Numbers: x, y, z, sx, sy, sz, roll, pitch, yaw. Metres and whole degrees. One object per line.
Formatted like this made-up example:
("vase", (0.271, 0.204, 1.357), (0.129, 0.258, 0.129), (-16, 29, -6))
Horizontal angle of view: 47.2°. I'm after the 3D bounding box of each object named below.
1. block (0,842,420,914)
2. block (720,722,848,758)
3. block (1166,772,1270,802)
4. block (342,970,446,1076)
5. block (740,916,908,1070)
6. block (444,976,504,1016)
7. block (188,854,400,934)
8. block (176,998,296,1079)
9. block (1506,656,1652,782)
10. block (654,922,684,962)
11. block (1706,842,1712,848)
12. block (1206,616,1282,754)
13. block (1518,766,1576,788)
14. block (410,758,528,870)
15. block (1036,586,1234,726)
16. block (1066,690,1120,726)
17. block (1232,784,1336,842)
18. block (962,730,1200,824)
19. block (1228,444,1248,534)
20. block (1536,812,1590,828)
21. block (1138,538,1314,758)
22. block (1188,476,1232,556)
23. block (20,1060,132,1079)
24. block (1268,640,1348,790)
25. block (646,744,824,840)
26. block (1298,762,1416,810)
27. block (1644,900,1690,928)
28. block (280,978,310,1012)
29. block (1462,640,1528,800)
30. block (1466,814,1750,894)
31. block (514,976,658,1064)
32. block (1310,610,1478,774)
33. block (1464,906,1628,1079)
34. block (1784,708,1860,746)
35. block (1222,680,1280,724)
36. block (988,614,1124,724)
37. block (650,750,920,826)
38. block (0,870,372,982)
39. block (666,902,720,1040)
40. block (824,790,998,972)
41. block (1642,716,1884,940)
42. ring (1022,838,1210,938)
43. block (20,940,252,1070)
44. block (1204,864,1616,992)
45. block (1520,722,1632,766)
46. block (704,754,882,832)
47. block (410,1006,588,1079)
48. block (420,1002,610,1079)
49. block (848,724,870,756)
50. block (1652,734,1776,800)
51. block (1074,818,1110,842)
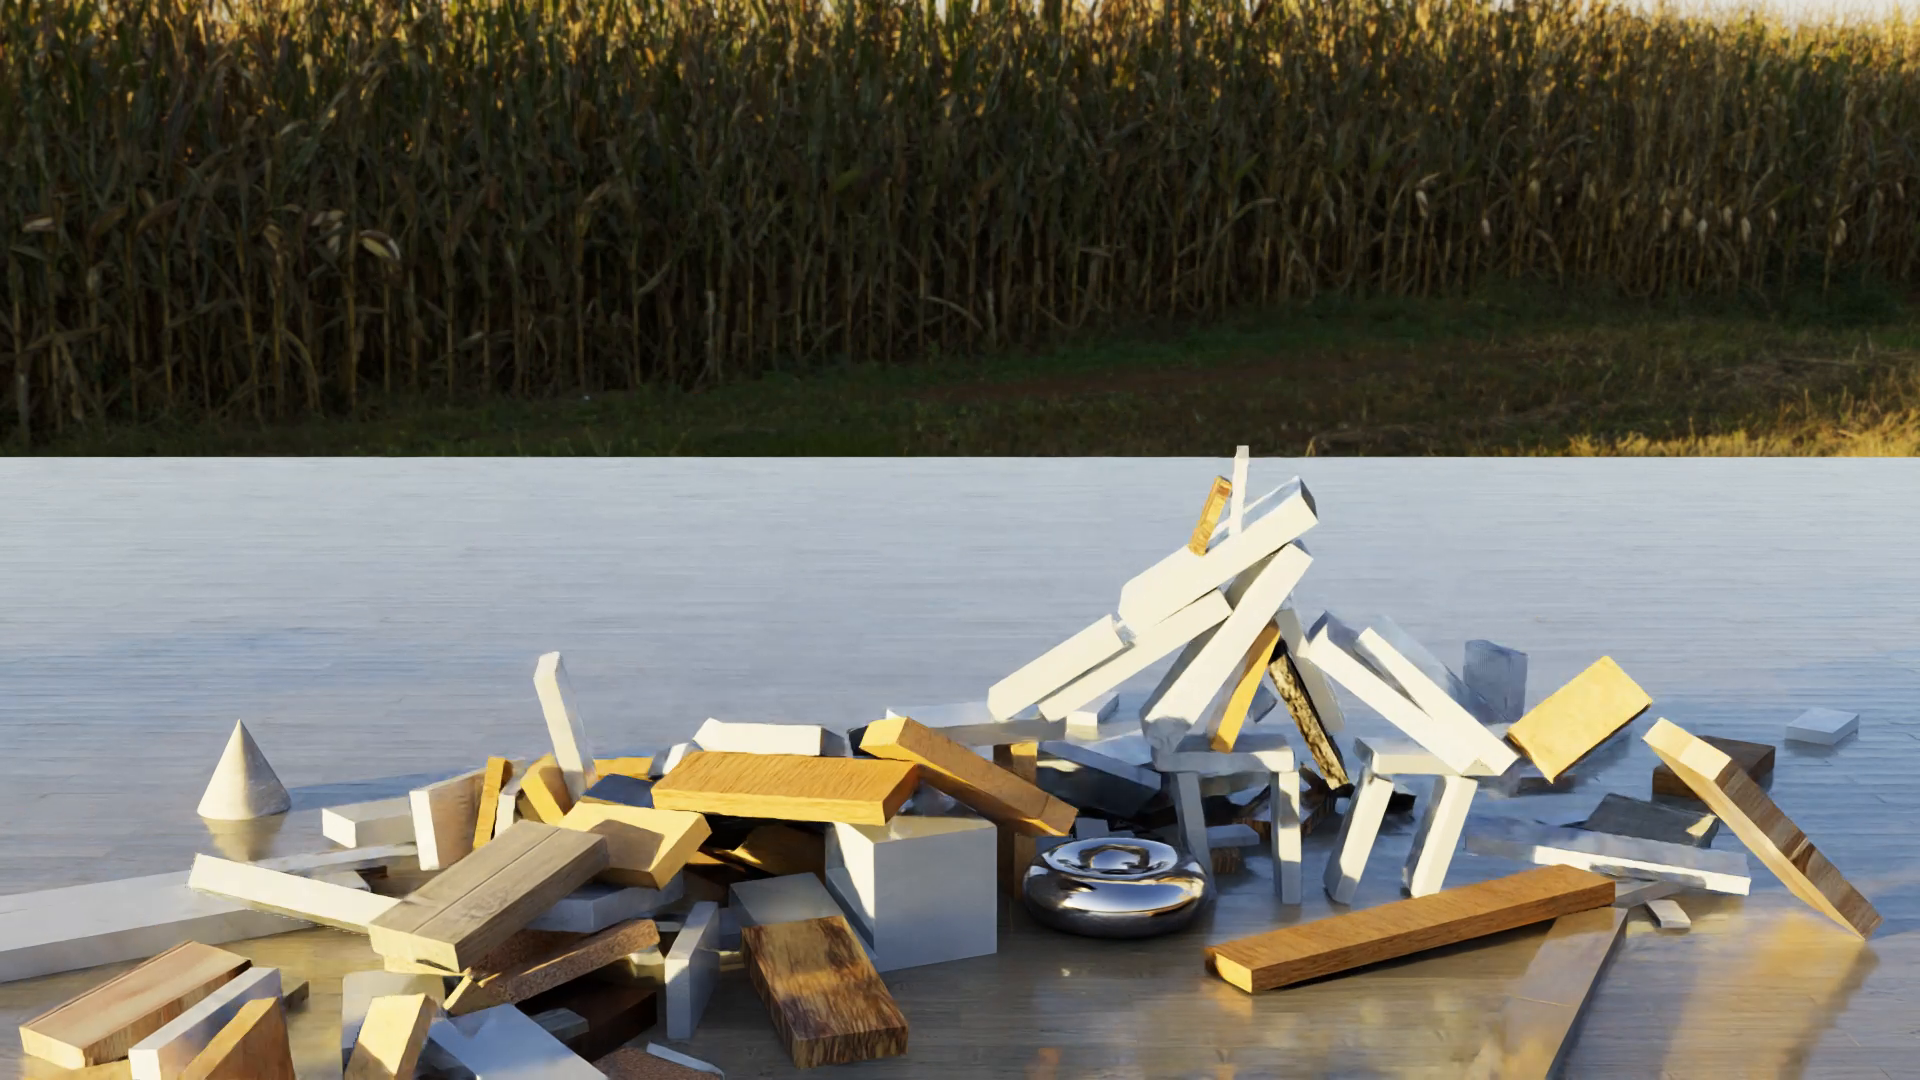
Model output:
("block", (-1.309, 0.579, 3.663), (0.800, 0.024, 0.086), (-5, 12, -26))
("block", (-0.285, 0.337, 3.614), (0.158, 0.045, 0.316), (2, -9, 5))
("block", (0.490, 0.450, 4.097), (0.123, 0.035, 0.246), (-11, -5, 28))
("block", (-0.798, 0.675, 3.105), (0.140, 0.040, 0.280), (-3, 11, -14))
("block", (-0.198, 0.640, 3.138), (0.158, 0.045, 0.316), (-4, 20, -19))
("block", (-0.642, 0.626, 2.936), (0.014, 0.049, 0.097), (22, -21, 43))
("block", (-0.982, 0.555, 3.367), (0.344, 0.049, 0.172), (11, -17, 8))
("block", (-0.901, 0.690, 2.731), (0.040, 0.141, 0.282), (-8, 10, 4))
("block", (0.987, 0.284, 3.504), (0.208, 0.029, 0.104), (-34, 63, -12))
("block", (-0.423, 0.603, 3.268), (0.049, 0.014, 0.178), (0, -28, 2))
("block", (1.255, 0.533, 3.919), (0.071, 0.020, 0.141), (-9, 14, -40))
("block", (0.462, 0.232, 3.599), (0.031, 0.220, 0.110), (21, 10, -2))
("block", (1.121, 0.463, 4.300), (0.141, 0.020, 0.071), (-2, 11, -9))
("block", (-0.822, 0.462, 3.727), (0.037, 0.131, 0.263), (-6, 4, 26))
("block", (0.281, 0.173, 3.626), (0.346, 0.049, 0.173), (-32, 8, 6))
("block", (0.277, 0.364, 4.807), (0.099, 0.028, 0.197), (4, 11, 18))
("block", (0.600, 0.501, 4.054), (0.123, 0.035, 0.246), (5, 12, 25))
("block", (0.183, 0.451, 4.087), (0.516, 0.050, 0.177), (-12, 14, -29))
("block", (0.444, -0.081, 3.501), (0.018, 0.127, 0.063), (5, 23, 5))
("block", (1.094, 0.511, 3.981), (0.095, 0.014, 0.048), (-6, 12, -28))
("block", (0.431, 0.161, 3.601), (0.049, 0.396, 0.173), (34, 9, -5))
("block", (0.403, -0.039, 3.541), (0.018, 0.127, 0.063), (22, 8, -3))
("block", (-1.135, 0.721, 2.895), (0.180, 0.026, 0.090), (-5, 12, -26))
("block", (0.564, 0.285, 3.584), (0.031, 0.228, 0.110), (-26, 16, 12))
("block", (-0.343, 0.443, 3.747), (0.354, 0.050, 0.177), (25, -18, -18))
("block", (0.747, 0.462, 4.142), (0.197, 0.028, 0.099), (11, 11, -14))
("block", (1.143, 0.604, 3.555), (0.048, 0.014, 0.095), (0, 11, 2))
("block", (-1.051, 0.663, 3.211), (0.171, 0.024, 0.085), (3, 11, 13))
("block", (0.902, 0.303, 3.734), (0.035, 0.247, 0.123), (-3, 11, -24))
("block", (1.089, 0.528, 3.711), (0.456, 0.029, 0.104), (7, 17, 14))
("block", (-0.582, 0.687, 3.019), (0.167, 0.047, 0.341), (5, 12, 26))
("block", (0.703, 0.245, 3.572), (0.308, 0.044, 0.154), (37, 18, -3))
("block", (0.701, 0.726, 2.861), (0.095, 0.027, 1.523), (5, 12, 25))
("block", (1.826, 0.393, 4.654), (0.095, 0.027, 0.191), (8, 13, 37))
("block", (0.502, 0.262, 3.861), (0.113, 0.056, 0.016), (48, 7, 27))
("block", (0.156, 0.209, 3.598), (0.239, 0.034, 0.119), (-32, 8, 7))
("block", (-0.268, 0.378, 3.374), (0.392, 0.038, 0.135), (0, 21, 23))
("block", (-1.647, 0.642, 3.255), (1.511, 0.049, 0.172), (-6, 12, -30))
("block", (-0.386, 0.620, 3.186), (0.033, 0.117, 0.235), (1, 11, 4))
("block", (-0.078, 0.529, 3.436), (0.205, 0.205, 0.205), (-5, 12, -24))
("block", (1.243, 0.449, 3.394), (0.501, 0.044, 0.154), (40, -1, -31))
("ring", (0.252, 0.560, 3.554), (0.305, 0.102, 0.305), (-1, 9, 0))
("block", (-1.157, 0.655, 3.104), (0.141, 0.040, 0.282), (7, 20, 33))
("block", (0.712, 0.600, 3.433), (0.704, 0.035, 0.123), (-8, 9, -26))
("block", (1.264, 0.402, 4.563), (0.152, 0.043, 0.305), (8, 13, 36))
("block", (-0.290, 0.402, 3.483), (0.334, 0.047, 0.167), (-7, 10, 4))
("block", (-0.641, 0.675, 2.897), (0.320, 0.017, 0.062), (-10, 16, -43))
("block", (-0.547, 0.678, 2.776), (0.131, 0.037, 0.342), (-8, 17, -39))
("block", (-0.124, 0.423, 3.630), (0.034, 0.242, 0.119), (-14, -3, -21))
("block", (1.481, 0.448, 4.314), (0.152, 0.043, 0.304), (7, 13, 33))
("block", (0.228, 0.518, 3.781), (0.056, 0.016, 0.113), (3, 28, -2))
